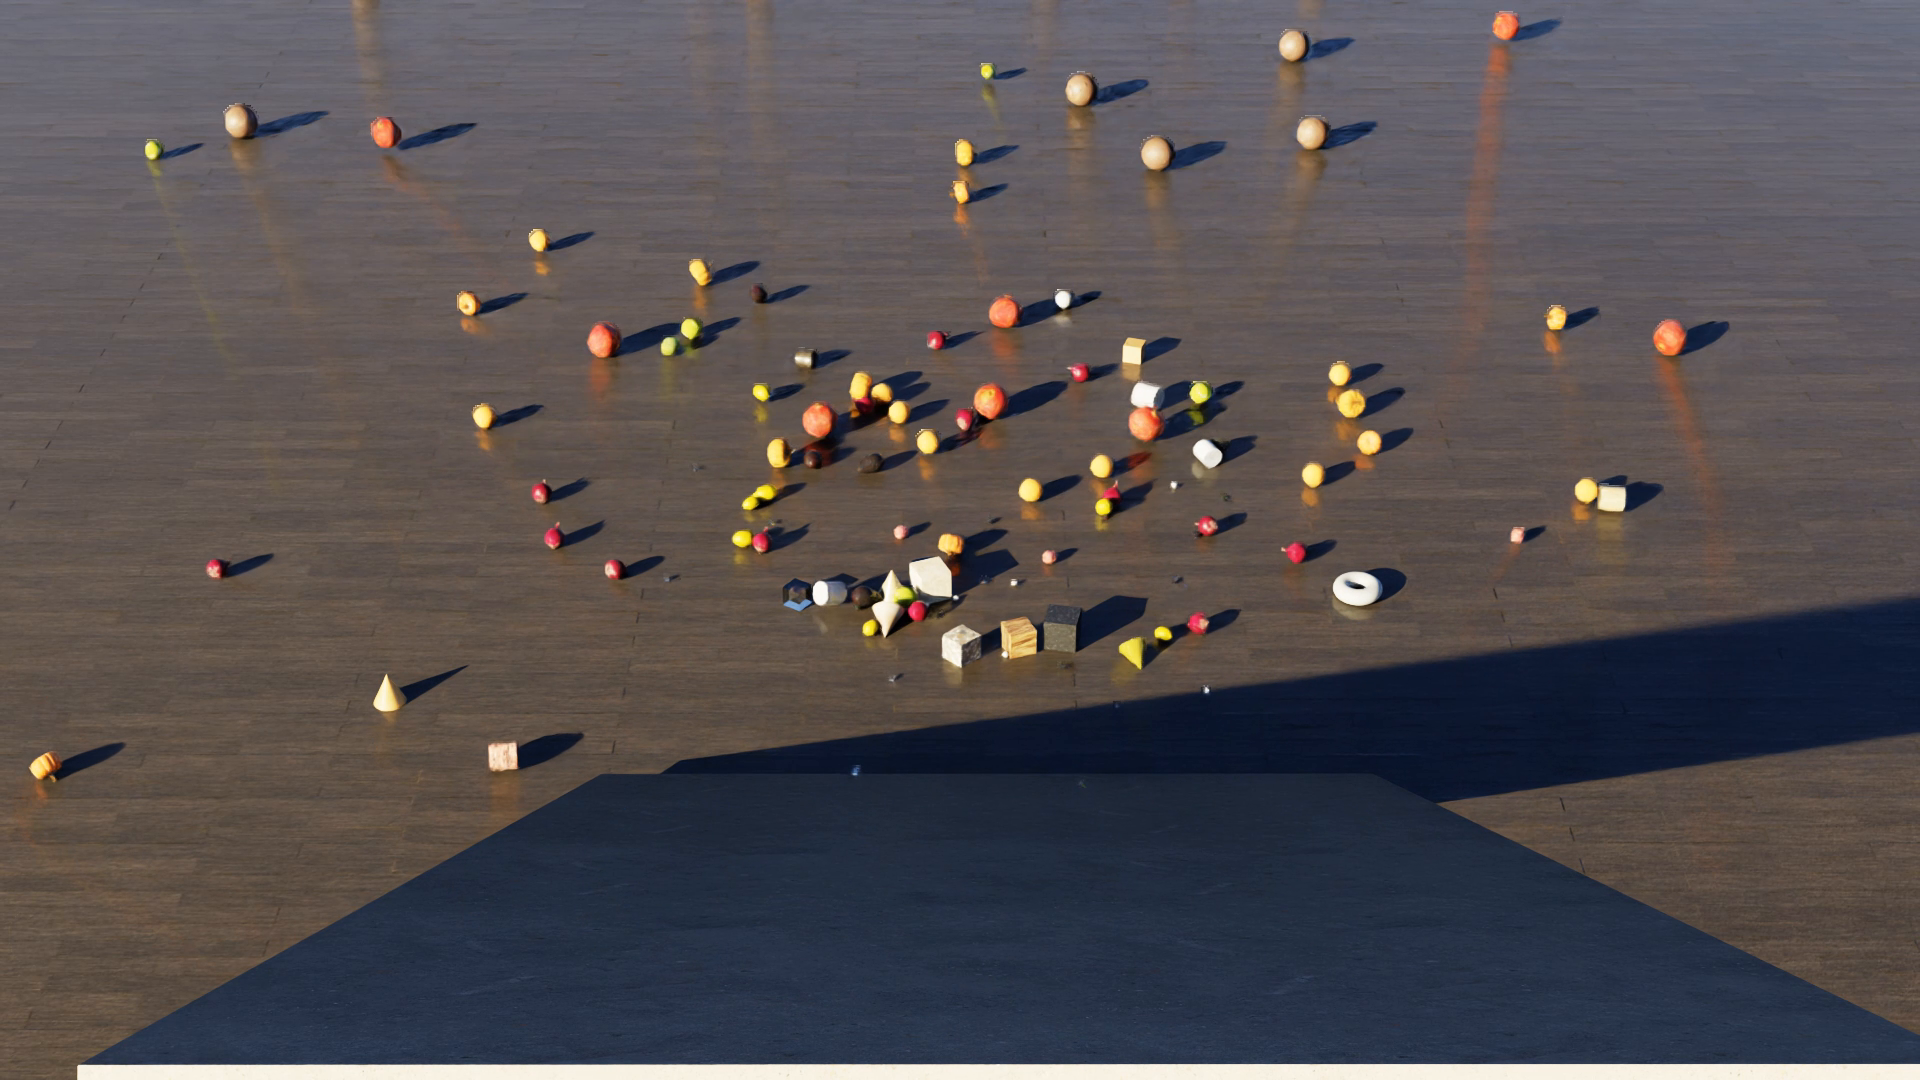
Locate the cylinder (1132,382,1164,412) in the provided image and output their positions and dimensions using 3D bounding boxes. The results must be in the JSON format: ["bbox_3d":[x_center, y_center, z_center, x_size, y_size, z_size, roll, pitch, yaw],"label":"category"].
[{"bbox_3d":[0.618,-0.471,8.521,0.079,0.079,0.079,18,37,27],"label":"cylinder"}]

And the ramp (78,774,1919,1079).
[{"bbox_3d":[0.071,0.629,4.724,2.000,0.100,4.000,0,-1,0],"label":"ramp"}]

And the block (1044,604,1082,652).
[{"bbox_3d":[0.291,0.251,7.360,0.093,0.093,0.093,6,33,10],"label":"block"}]

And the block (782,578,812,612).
[{"bbox_3d":[-0.472,0.159,7.537,0.061,0.061,0.061,20,37,29],"label":"block"}]

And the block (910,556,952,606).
[{"bbox_3d":[-0.086,0.120,7.569,0.093,0.093,0.093,-13,34,-19],"label":"block"}]

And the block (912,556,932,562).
[{"bbox_3d":[-0.103,0.093,7.643,0.058,0.058,0.058,-11,34,-17],"label":"block"}]

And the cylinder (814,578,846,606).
[{"bbox_3d":[-0.377,0.153,7.520,0.069,0.069,0.069,14,20,-37],"label":"cylinder"}]

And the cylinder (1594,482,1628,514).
[{"bbox_3d":[2.005,-0.126,7.976,0.074,0.074,0.074,30,38,5],"label":"cylinder"}]

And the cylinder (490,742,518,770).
[{"bbox_3d":[-1.209,0.574,6.867,0.072,0.072,0.072,-2,32,-9],"label":"cylinder"}]

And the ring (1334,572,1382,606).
[{"bbox_3d":[1.163,0.142,7.578,0.144,0.048,0.144,-1,32,1],"label":"ring"}]

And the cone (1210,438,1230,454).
[{"bbox_3d":[0.821,-0.278,8.260,0.067,0.067,0.067,7,60,12],"label":"cone"}]

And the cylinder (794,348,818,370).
[{"bbox_3d":[-0.520,-0.611,8.762,0.057,0.057,0.057,31,41,14],"label":"cylinder"}]

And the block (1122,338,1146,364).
[{"bbox_3d":[0.592,-0.643,8.811,0.062,0.062,0.062,10,33,15],"label":"block"}]

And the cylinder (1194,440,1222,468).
[{"bbox_3d":[0.786,-0.275,8.220,0.067,0.067,0.067,-13,34,-20],"label":"cylinder"}]

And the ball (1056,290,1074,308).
[{"bbox_3d":[0.368,-0.847,9.134,0.062,0.062,0.062,0,32,0],"label":"ball"}]

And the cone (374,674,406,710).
[{"bbox_3d":[-1.569,0.406,7.116,0.091,0.091,0.091,0,32,0],"label":"cone"}]

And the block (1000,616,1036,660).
[{"bbox_3d":[0.166,0.276,7.334,0.078,0.078,0.078,-12,34,-18],"label":"block"}]

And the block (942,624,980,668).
[{"bbox_3d":[0.005,0.299,7.300,0.076,0.076,0.076,-28,42,-37],"label":"block"}]

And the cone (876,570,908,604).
[{"bbox_3d":[-0.198,0.126,7.556,0.096,0.096,0.096,0,32,0],"label":"cone"}]
